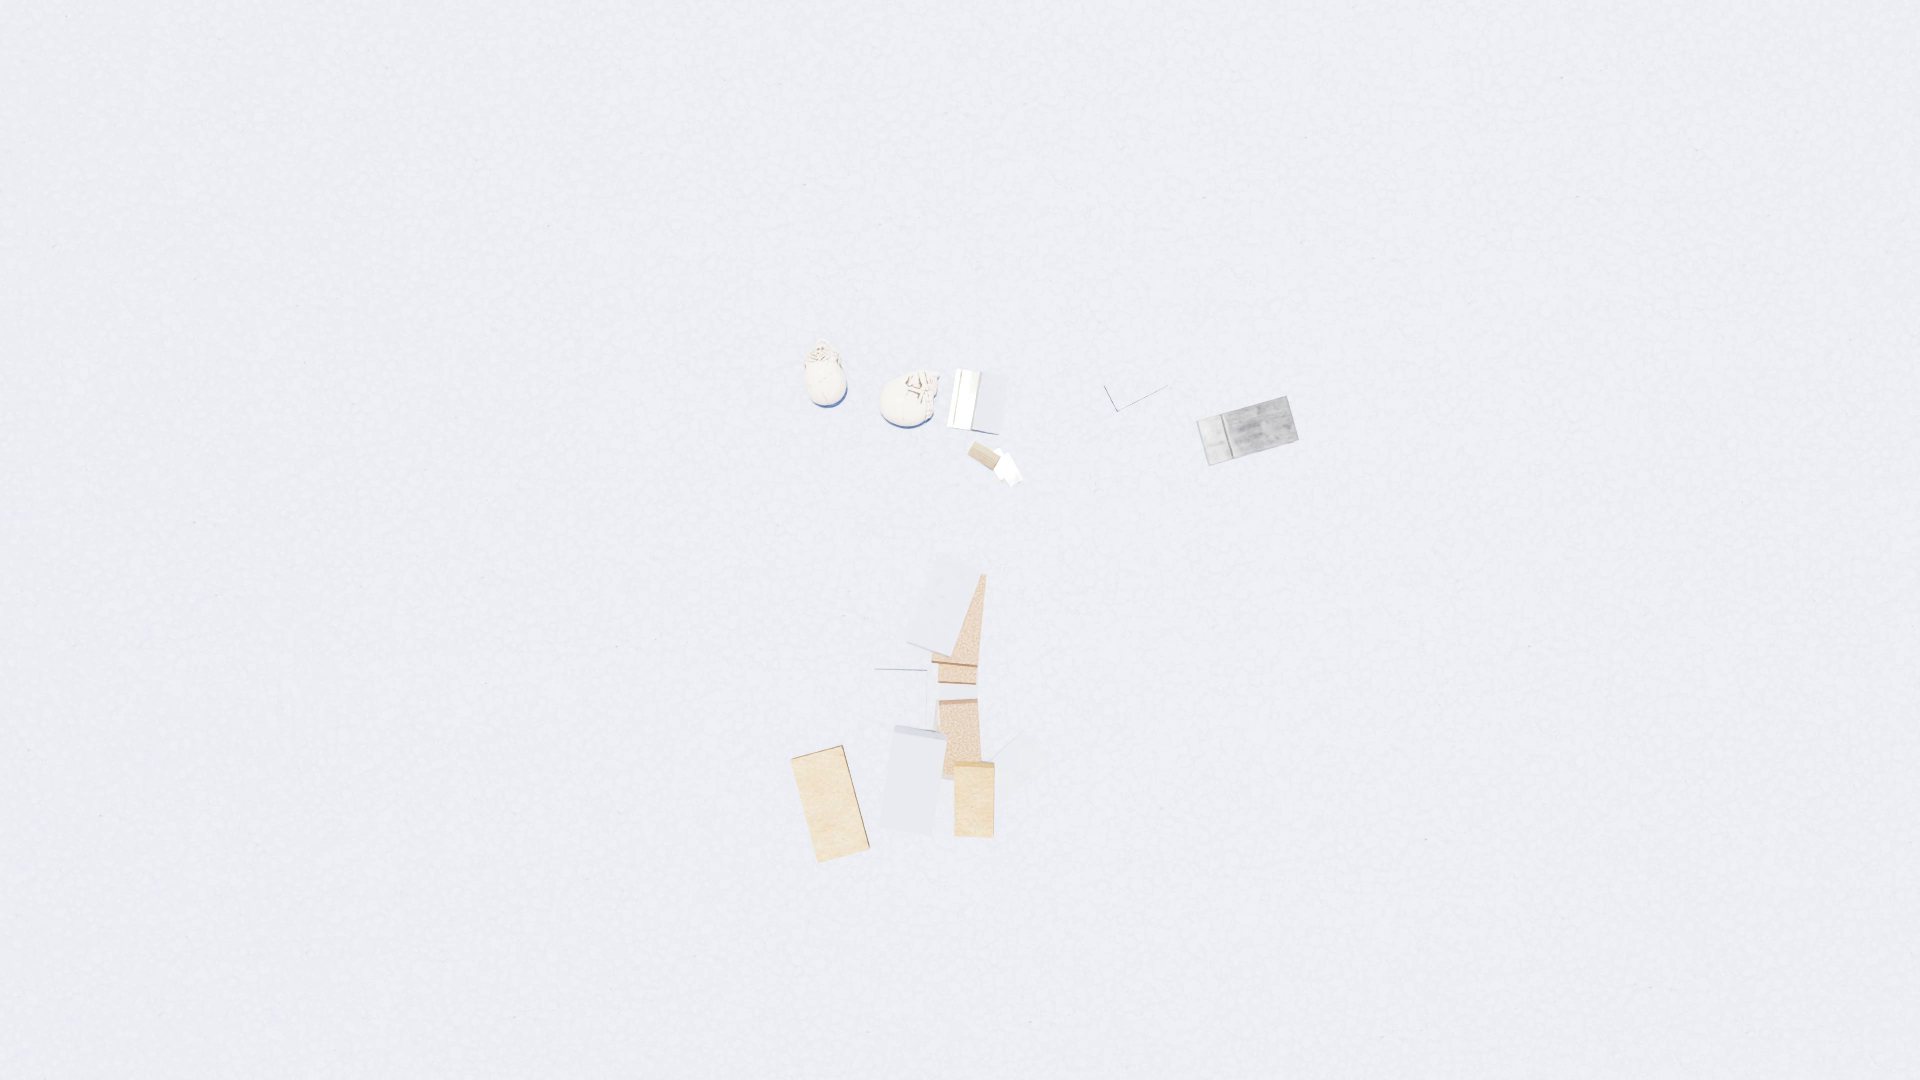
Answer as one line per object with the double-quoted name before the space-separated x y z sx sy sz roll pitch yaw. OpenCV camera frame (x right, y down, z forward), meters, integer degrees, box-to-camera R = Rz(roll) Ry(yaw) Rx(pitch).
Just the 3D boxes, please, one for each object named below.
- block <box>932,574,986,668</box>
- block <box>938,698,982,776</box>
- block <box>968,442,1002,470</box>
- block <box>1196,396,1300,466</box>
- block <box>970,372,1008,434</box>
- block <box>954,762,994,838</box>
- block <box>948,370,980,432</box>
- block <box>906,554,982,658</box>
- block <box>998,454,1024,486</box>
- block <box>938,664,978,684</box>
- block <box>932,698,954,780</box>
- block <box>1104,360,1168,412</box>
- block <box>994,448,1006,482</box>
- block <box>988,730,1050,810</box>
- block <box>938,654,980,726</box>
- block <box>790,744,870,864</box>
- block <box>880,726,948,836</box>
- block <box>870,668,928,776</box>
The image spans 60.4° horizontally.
"block" -0.003 0.259 5.432 0.153 0.043 0.306 6 75 1
"block" 0.002 0.645 5.404 0.127 0.036 0.254 -3 109 1
"block" 0.081 -0.281 5.476 0.104 0.015 0.052 31 90 19
"block" 0.955 -0.364 5.478 0.306 0.043 0.153 -16 90 0
"block" 0.098 -0.454 5.469 0.096 0.027 0.193 10 90 -21
"block" 0.047 0.856 5.433 0.130 0.037 0.259 2 110 5
"block" 0.022 -0.465 5.486 0.096 0.027 0.193 9 90 0
"block" -0.050 0.218 5.398 0.153 0.043 0.306 19 75 4
"block" 0.163 -0.233 5.478 0.052 0.015 0.104 -30 90 0
"block" -0.003 0.347 5.449 0.127 0.036 0.254 3 75 0
"block" -0.029 0.665 5.482 0.130 0.037 0.259 6 90 0
"block" 0.587 -0.515 5.486 0.193 0.027 0.096 -27 90 0
"block" 0.136 -0.248 5.493 0.052 0.015 0.104 -31 90 0
"block" 0.159 0.766 5.482 0.259 0.037 0.130 -42 90 0
"block" -0.004 0.491 5.455 0.127 0.036 0.254 3 78 -1
"block" -0.430 0.875 5.475 0.176 0.050 0.353 -15 90 0
"block" -0.153 0.792 5.416 0.176 0.050 0.353 9 110 1
"block" -0.202 0.607 5.475 0.176 0.050 0.353 2 90 0
